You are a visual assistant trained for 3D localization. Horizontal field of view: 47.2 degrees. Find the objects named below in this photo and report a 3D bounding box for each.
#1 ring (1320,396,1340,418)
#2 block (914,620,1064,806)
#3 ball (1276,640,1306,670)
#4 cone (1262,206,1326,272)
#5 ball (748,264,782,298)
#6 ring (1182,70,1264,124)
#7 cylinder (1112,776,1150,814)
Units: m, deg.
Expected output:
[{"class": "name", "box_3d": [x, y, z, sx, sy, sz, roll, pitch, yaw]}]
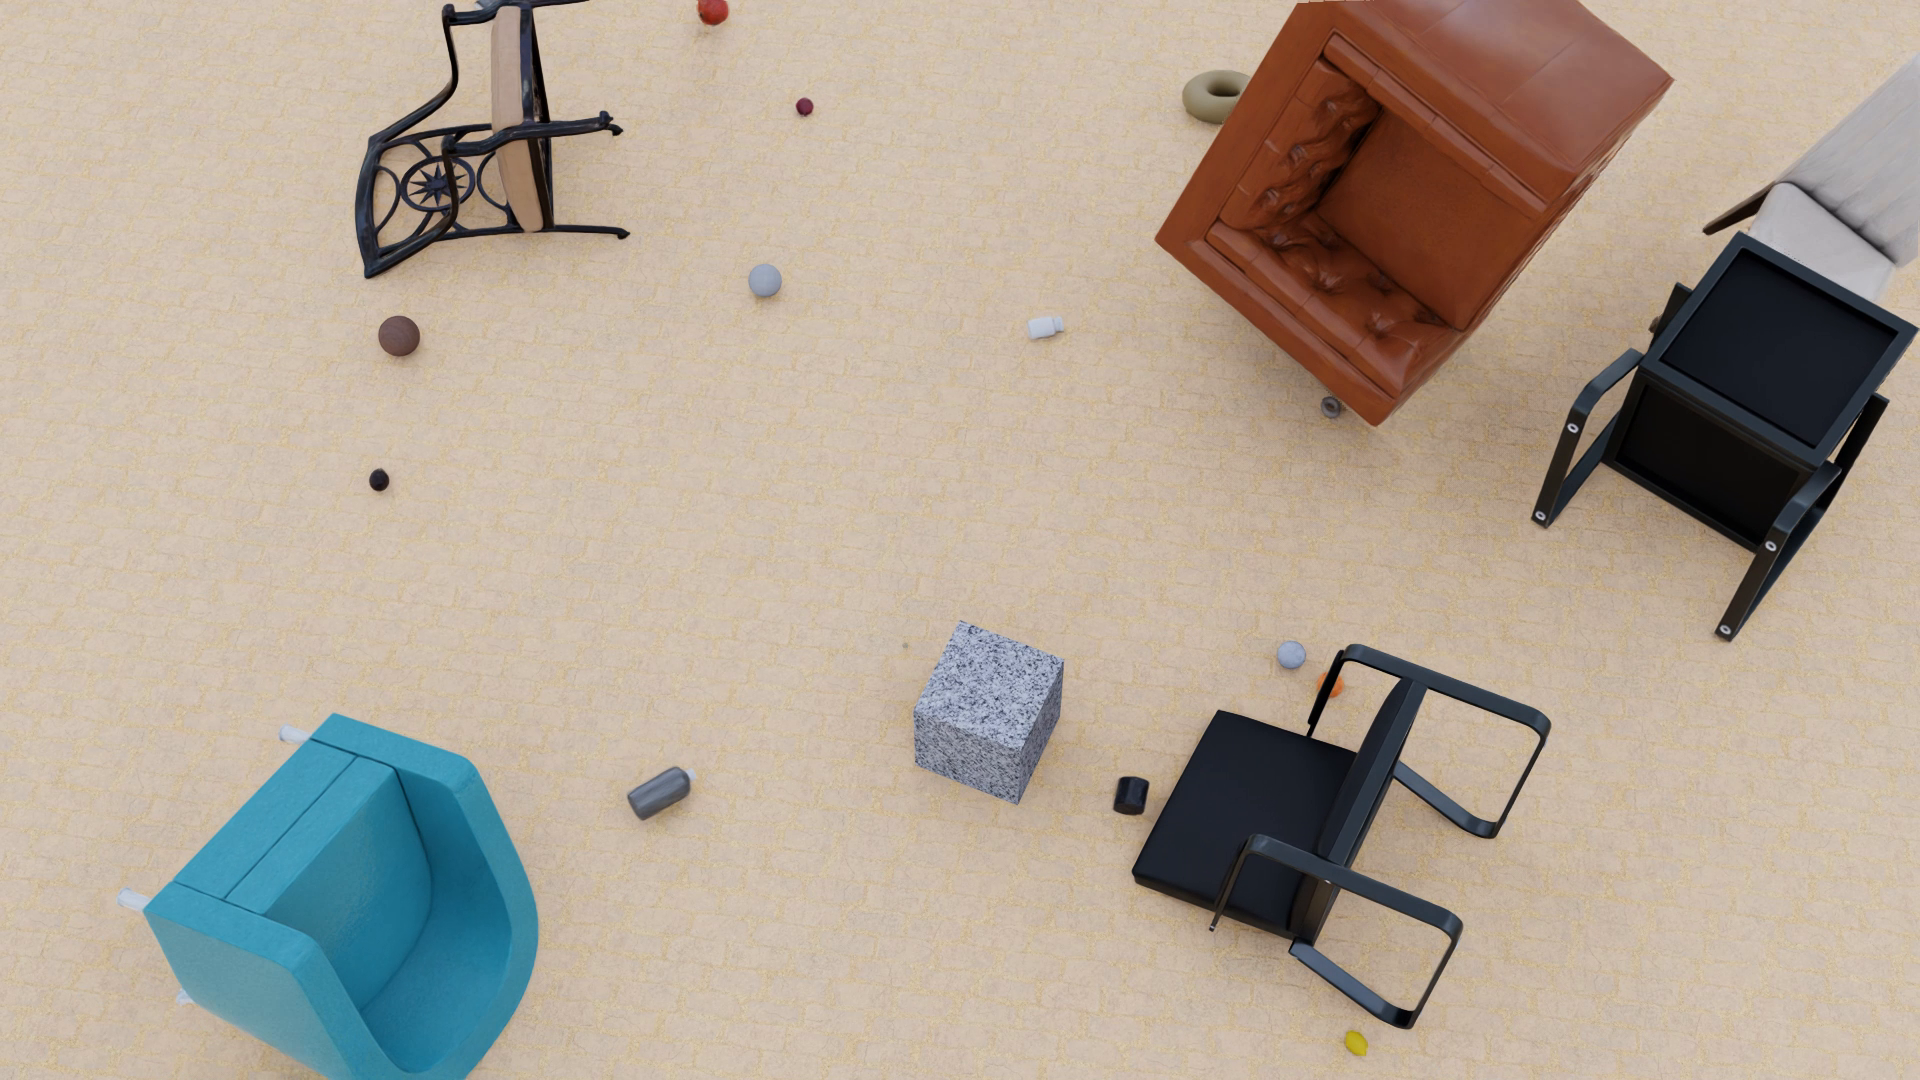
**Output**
[{"class": "ring", "box_3d": [1.152, -0.412, 6.834, 0.061, 0.028, 0.081, -5, 56, -2]}, {"class": "block", "box_3d": [0.080, 0.477, 6.065, 0.311, 0.314, 0.310, 20, 58, 13]}, {"class": "ball", "box_3d": [0.950, 0.330, 6.303, 0.082, 0.082, 0.082, 0, 56, 0]}, {"class": "cone", "box_3d": [1.044, -0.945, 7.156, 0.216, 0.182, 0.188, 41, 93, 1]}, {"class": "ball", "box_3d": [-0.626, -0.834, 7.068, 0.109, 0.109, 0.109, 0, 56, 0]}, {"class": "ring", "box_3d": [0.901, -1.516, 7.529, 0.283, 0.105, 0.204, 1, 54, 0]}, {"class": "cylinder", "box_3d": [0.472, 0.705, 6.058, 0.089, 0.067, 0.085, 3, 65, 35]}]
